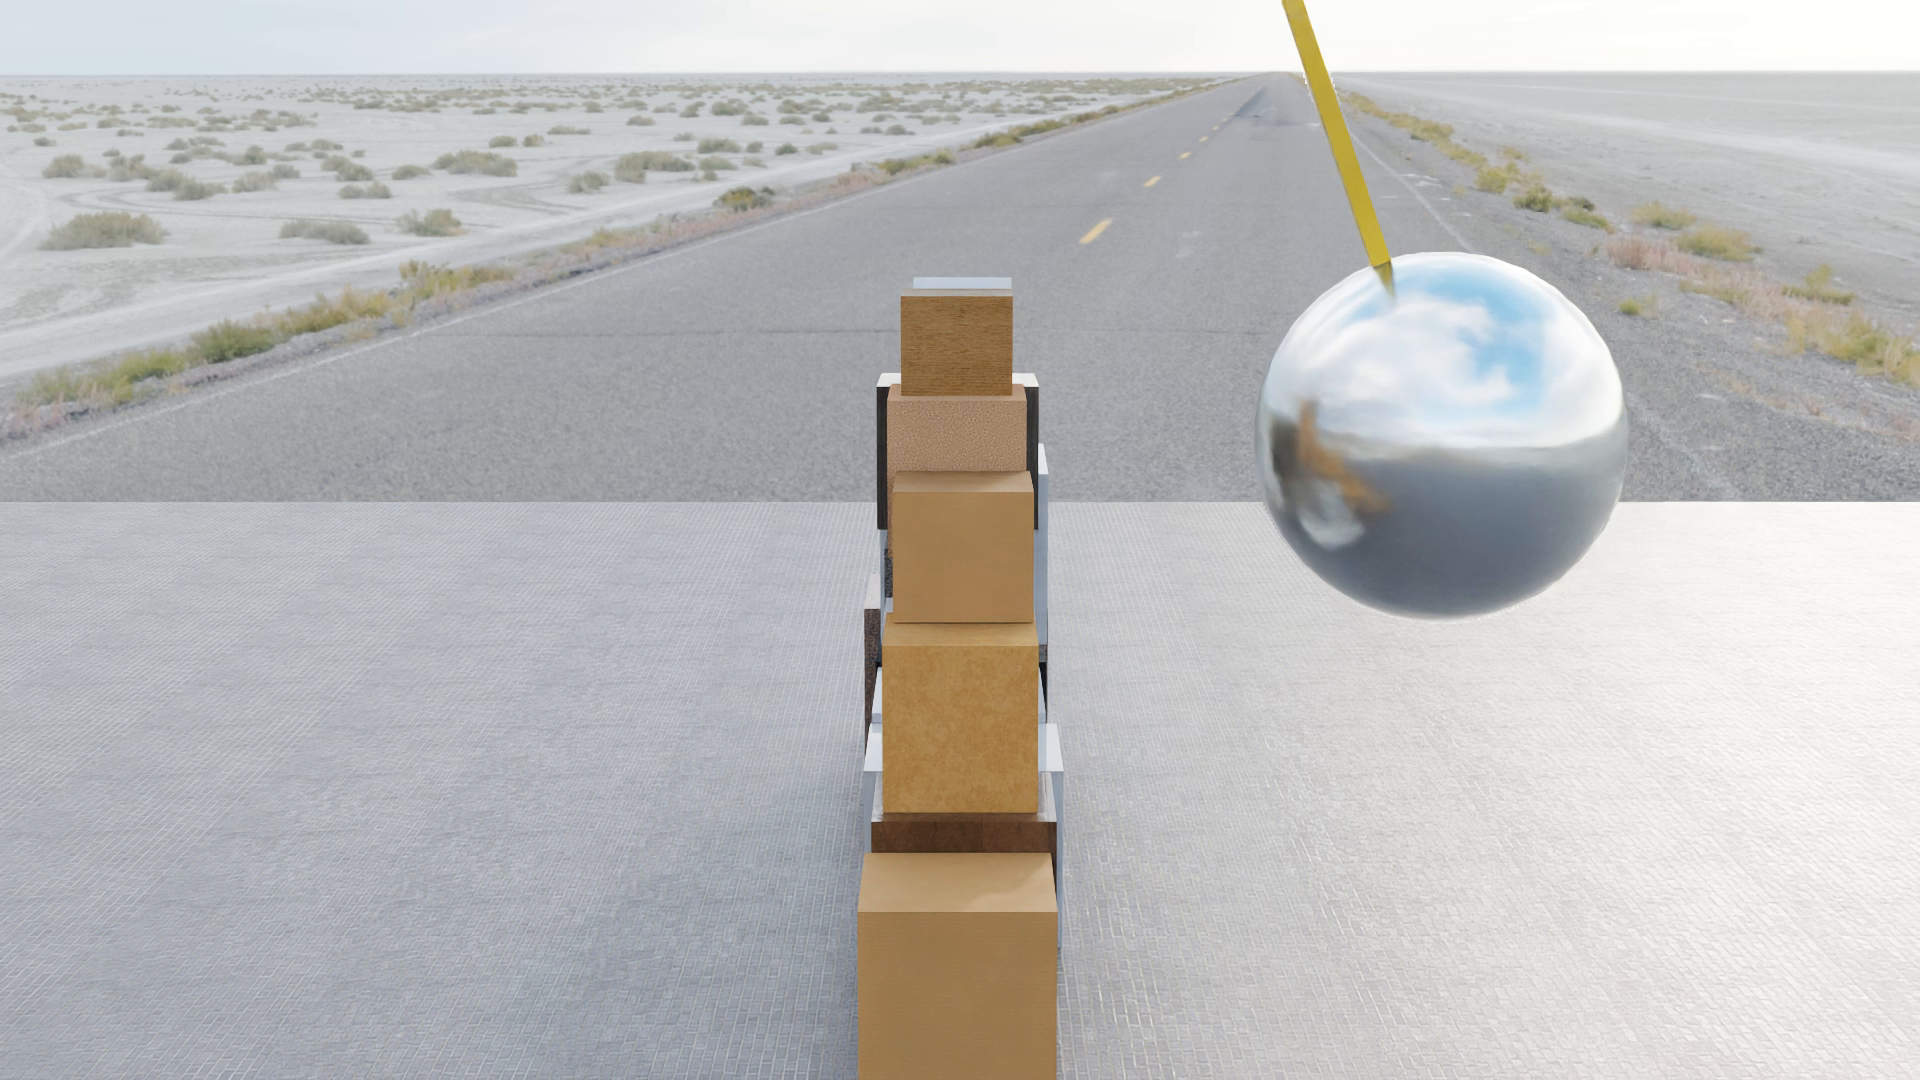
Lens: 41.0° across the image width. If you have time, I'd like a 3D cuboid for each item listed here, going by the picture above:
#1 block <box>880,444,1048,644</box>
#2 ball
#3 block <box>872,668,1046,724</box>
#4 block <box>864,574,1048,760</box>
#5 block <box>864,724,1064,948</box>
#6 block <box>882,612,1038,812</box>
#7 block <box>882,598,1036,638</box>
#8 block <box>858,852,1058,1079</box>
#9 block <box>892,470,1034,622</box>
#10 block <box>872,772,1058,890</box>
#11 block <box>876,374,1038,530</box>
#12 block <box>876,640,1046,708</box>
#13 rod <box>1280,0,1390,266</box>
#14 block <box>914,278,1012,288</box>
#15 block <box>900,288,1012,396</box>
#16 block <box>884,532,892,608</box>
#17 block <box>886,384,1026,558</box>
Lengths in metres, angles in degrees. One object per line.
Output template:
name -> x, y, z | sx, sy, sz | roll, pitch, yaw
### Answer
block -> 0.019, 0.008, 12.396 | 0.784, 0.820, 0.786 | 0, 12, 0
ball -> 2.074, -0.445, 11.099 | 1.600, 1.600, 1.600 | 0, 10, 0
block -> -0.005, 1.055, 11.563 | 0.750, 0.786, 0.865 | 0, 10, 0
block -> -0.020, 0.692, 13.311 | 0.918, 0.876, 0.906 | 0, 10, 0
block -> 0.014, 1.225, 10.755 | 0.804, 0.742, 0.766 | 0, 10, 0
block -> 0.001, 0.661, 9.978 | 0.588, 0.647, 0.604 | 0, 10, 0
block -> -0.002, 0.583, 10.579 | 0.617, 0.585, 0.586 | 0, 10, 0
block -> -0.009, 1.542, 9.346 | 0.699, 0.622, 0.689 | 0, 10, 0
block -> 0.013, 0.019, 10.274 | 0.548, 0.514, 0.619 | 0, 9, 0
block -> 0.015, 1.358, 10.026 | 0.697, 0.741, 0.695 | 0, 10, 0
block -> -0.010, -0.408, 11.528 | 0.703, 0.626, 0.756 | 0, 8, 0
block -> 0.004, 0.886, 12.429 | 0.792, 0.809, 0.878 | 0, 10, 0
rod -> 0.899, -3.584, 10.529 | 0.080, 5.200, 0.080 | -20, 10, 4
block -> 0.010, -0.922, 11.245 | 0.420, 0.454, 0.435 | 0, 6, 0
block -> -0.013, -0.836, 10.800 | 0.463, 0.413, 0.382 | 0, 10, 0
block -> -0.012, 0.351, 11.155 | 0.612, 0.747, 0.612 | 0, 10, 0
block -> -0.013, -0.302, 10.839 | 0.571, 0.651, 0.598 | 0, 10, 0
